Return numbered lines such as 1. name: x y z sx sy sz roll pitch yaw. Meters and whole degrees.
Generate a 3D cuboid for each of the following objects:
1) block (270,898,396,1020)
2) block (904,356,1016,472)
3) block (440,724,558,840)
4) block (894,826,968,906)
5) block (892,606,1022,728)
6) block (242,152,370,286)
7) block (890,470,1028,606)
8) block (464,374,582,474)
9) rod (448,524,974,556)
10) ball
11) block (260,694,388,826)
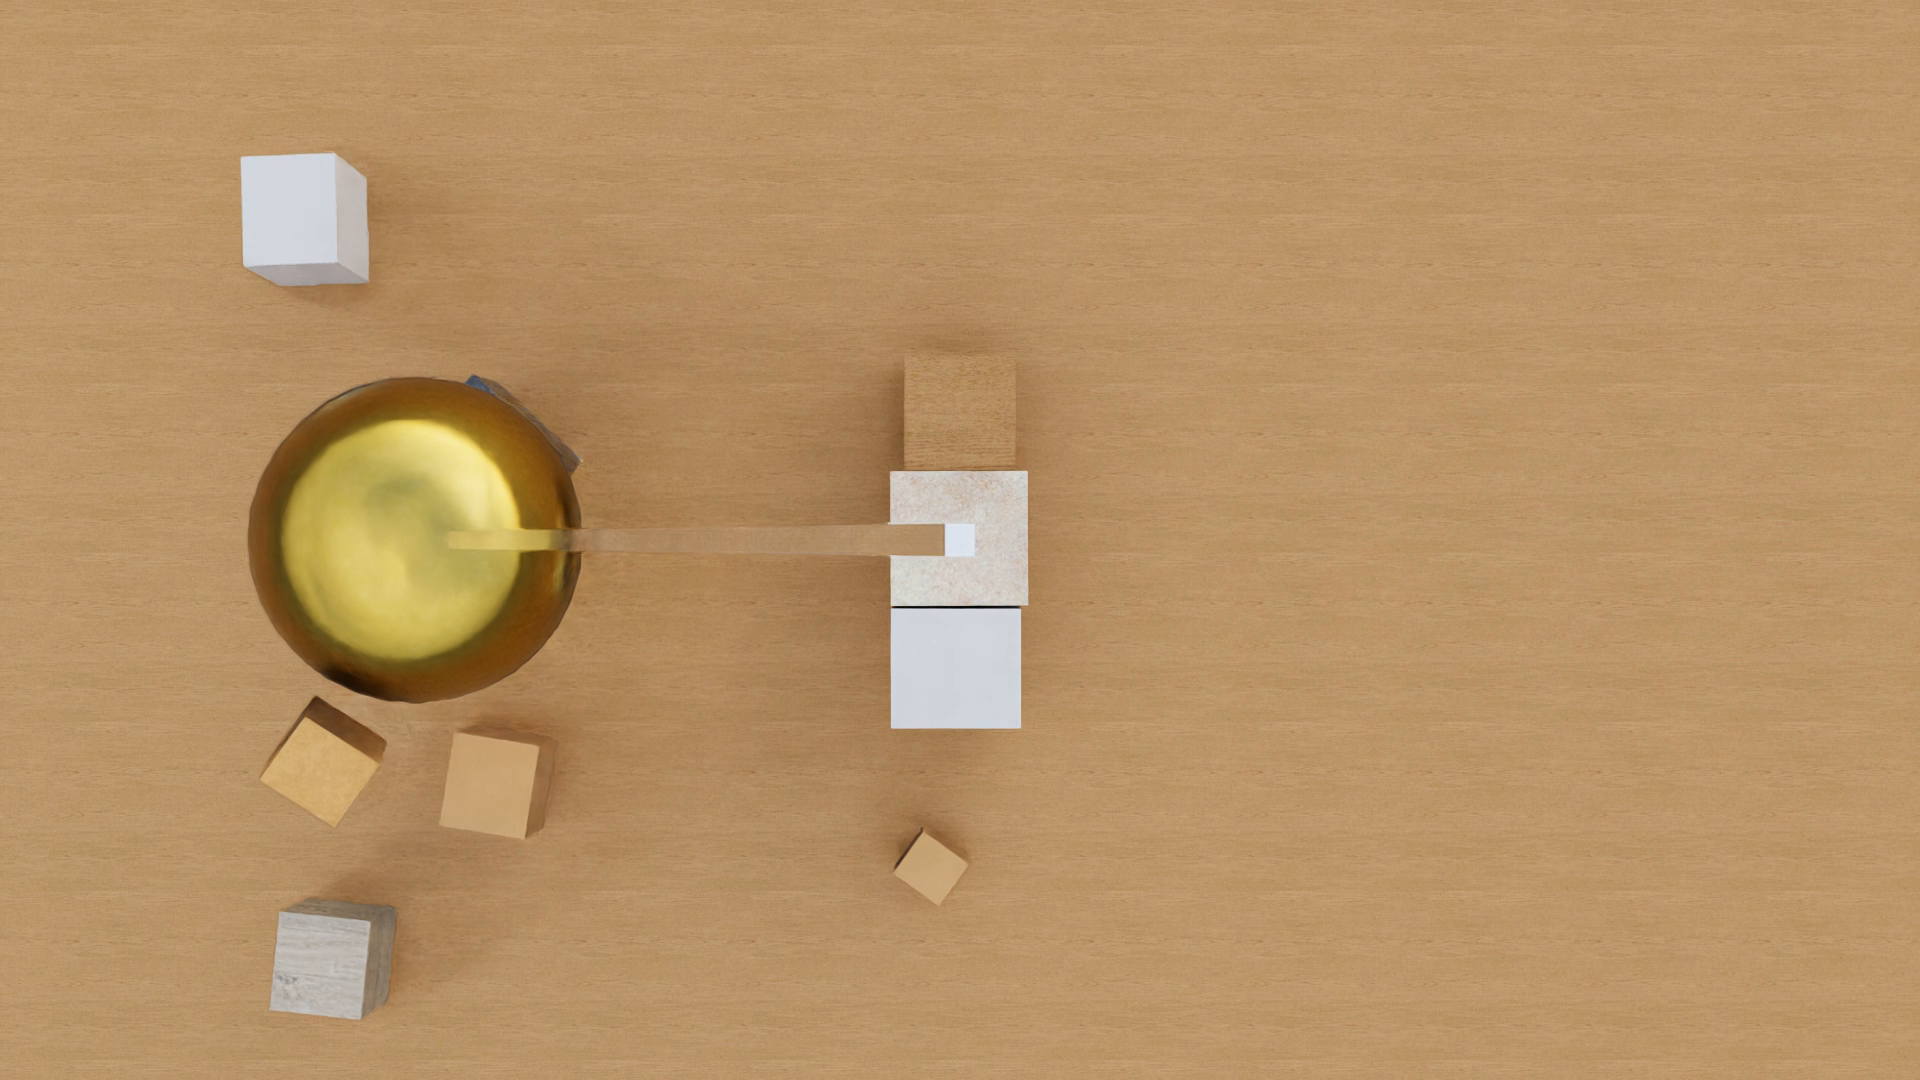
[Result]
1. block: -3.624 2.419 12.737 0.526 0.503 0.562 6 90 3
2. block: 0.000 -0.720 12.737 0.632 0.526 0.653 0 90 0
3. block: -2.666 1.395 12.737 0.491 0.517 0.537 9 90 1
4. block: -0.168 1.900 12.847 0.325 0.303 0.297 36 89 0
5. block: -0.022 0.718 12.638 0.726 0.724 0.667 0 90 0
6. block: -3.758 -1.836 12.654 0.524 0.658 0.621 -2 87 0
7. block: -0.004 -0.009 12.655 0.769 0.690 0.752 0 90 0
8. block: -2.683 -0.481 12.672 0.686 0.657 0.595 43 90 0
9. rod: -1.150 0.000 7.726 0.080 5.200 0.080 0 90 -26
10. ball: -2.655 0.000 10.775 1.600 1.600 1.600 0 90 0
11. block: -3.103 1.074 10.742 0.420 0.457 0.375 36 91 -14
